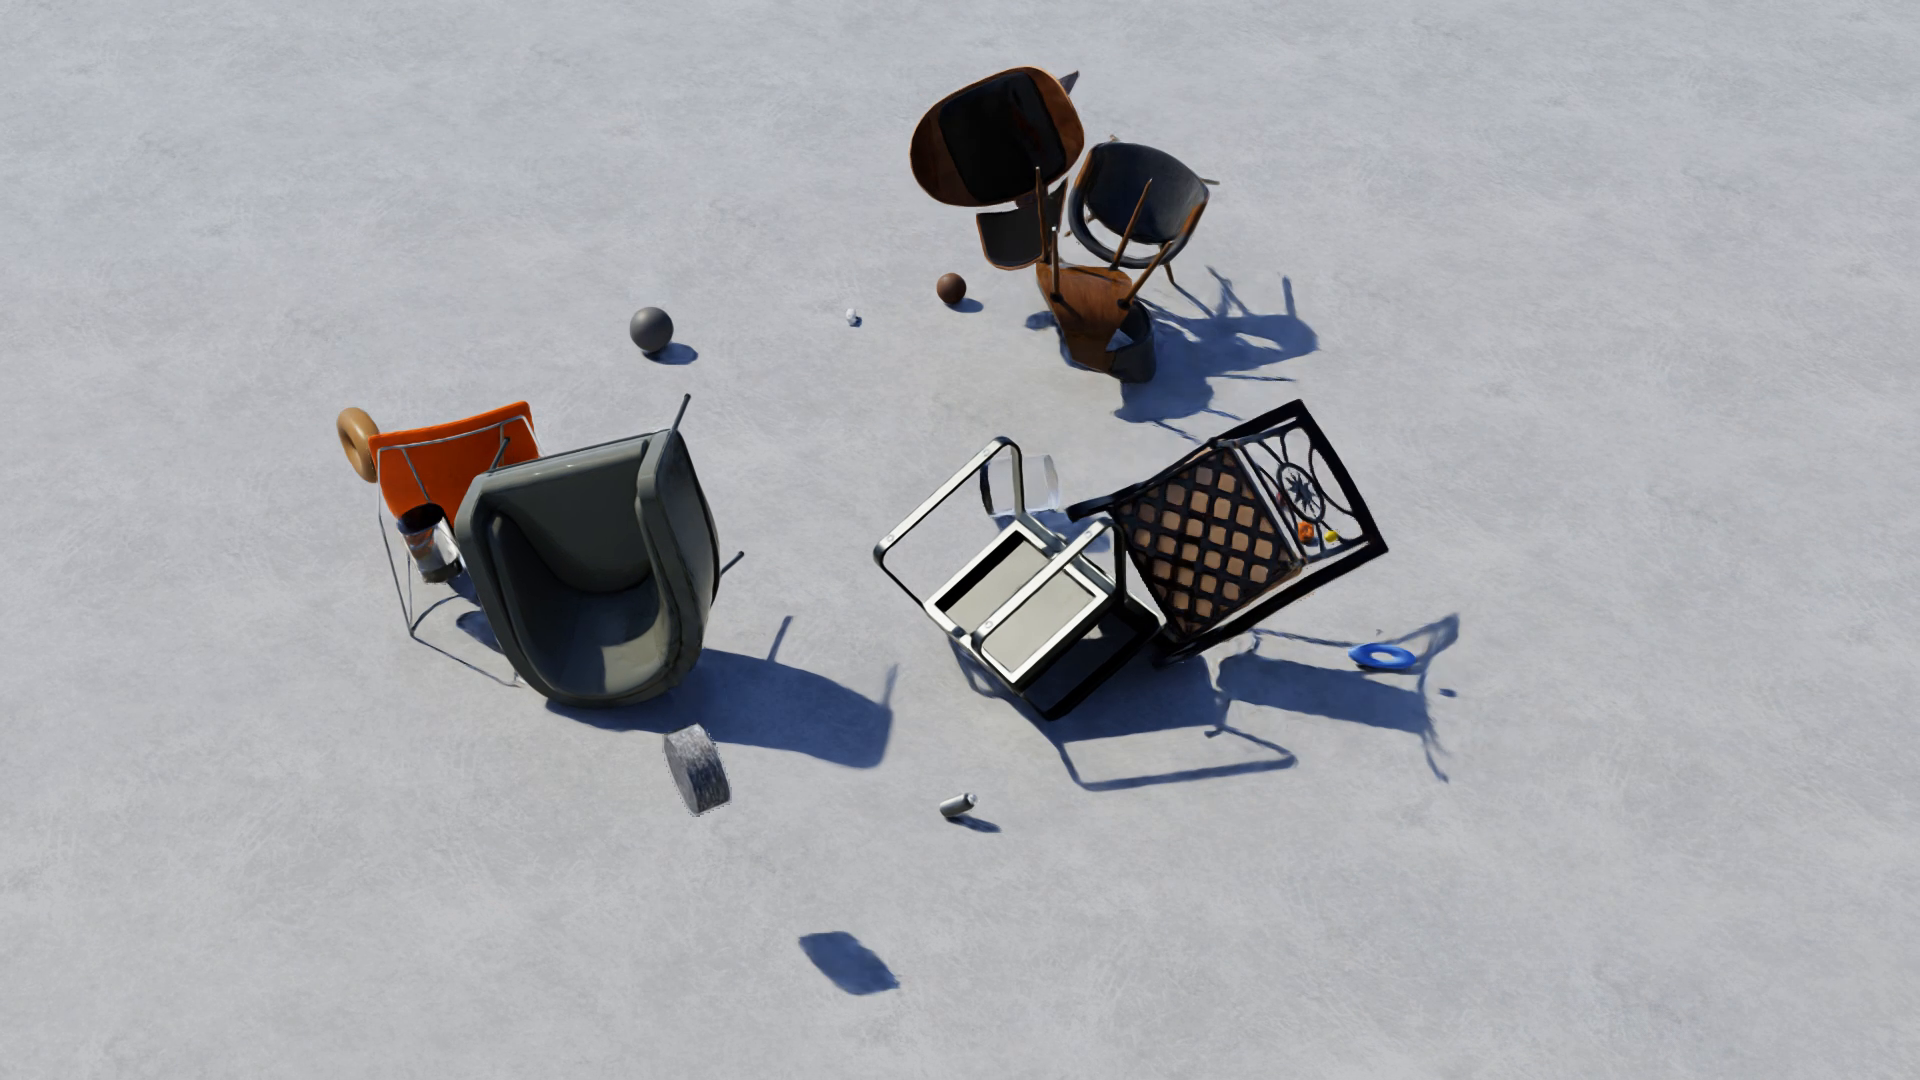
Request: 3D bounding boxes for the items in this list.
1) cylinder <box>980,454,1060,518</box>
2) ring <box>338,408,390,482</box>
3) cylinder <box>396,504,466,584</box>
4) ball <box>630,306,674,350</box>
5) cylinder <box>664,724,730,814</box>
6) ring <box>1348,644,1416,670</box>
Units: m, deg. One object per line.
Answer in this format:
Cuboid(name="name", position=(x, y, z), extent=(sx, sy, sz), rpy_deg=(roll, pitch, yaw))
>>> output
Cuboid(name="cylinder", position=(0.224, -0.200, 10.982), extent=(0.247, 0.258, 0.206), rpy_deg=(-6, 64, 13))
Cuboid(name="ring", position=(-2.193, -0.349, 10.788), extent=(0.104, 0.266, 0.413), rpy_deg=(-21, 32, -20))
Cuboid(name="cylinder", position=(-1.874, 0.013, 10.402), extent=(0.178, 0.230, 0.169), rpy_deg=(-13, 38, 5))
Cuboid(name="ball", position=(-1.275, -0.872, 12.102), extent=(0.182, 0.182, 0.182), rpy_deg=(0, 33, 0))
Cuboid(name="cylinder", position=(-0.800, 0.695, 8.904), extent=(0.106, 0.243, 0.268), rpy_deg=(-21, 44, -16))
Cuboid(name="ring", position=(1.477, 0.407, 10.257), extent=(0.242, 0.086, 0.039), rpy_deg=(7, -9, 6))
